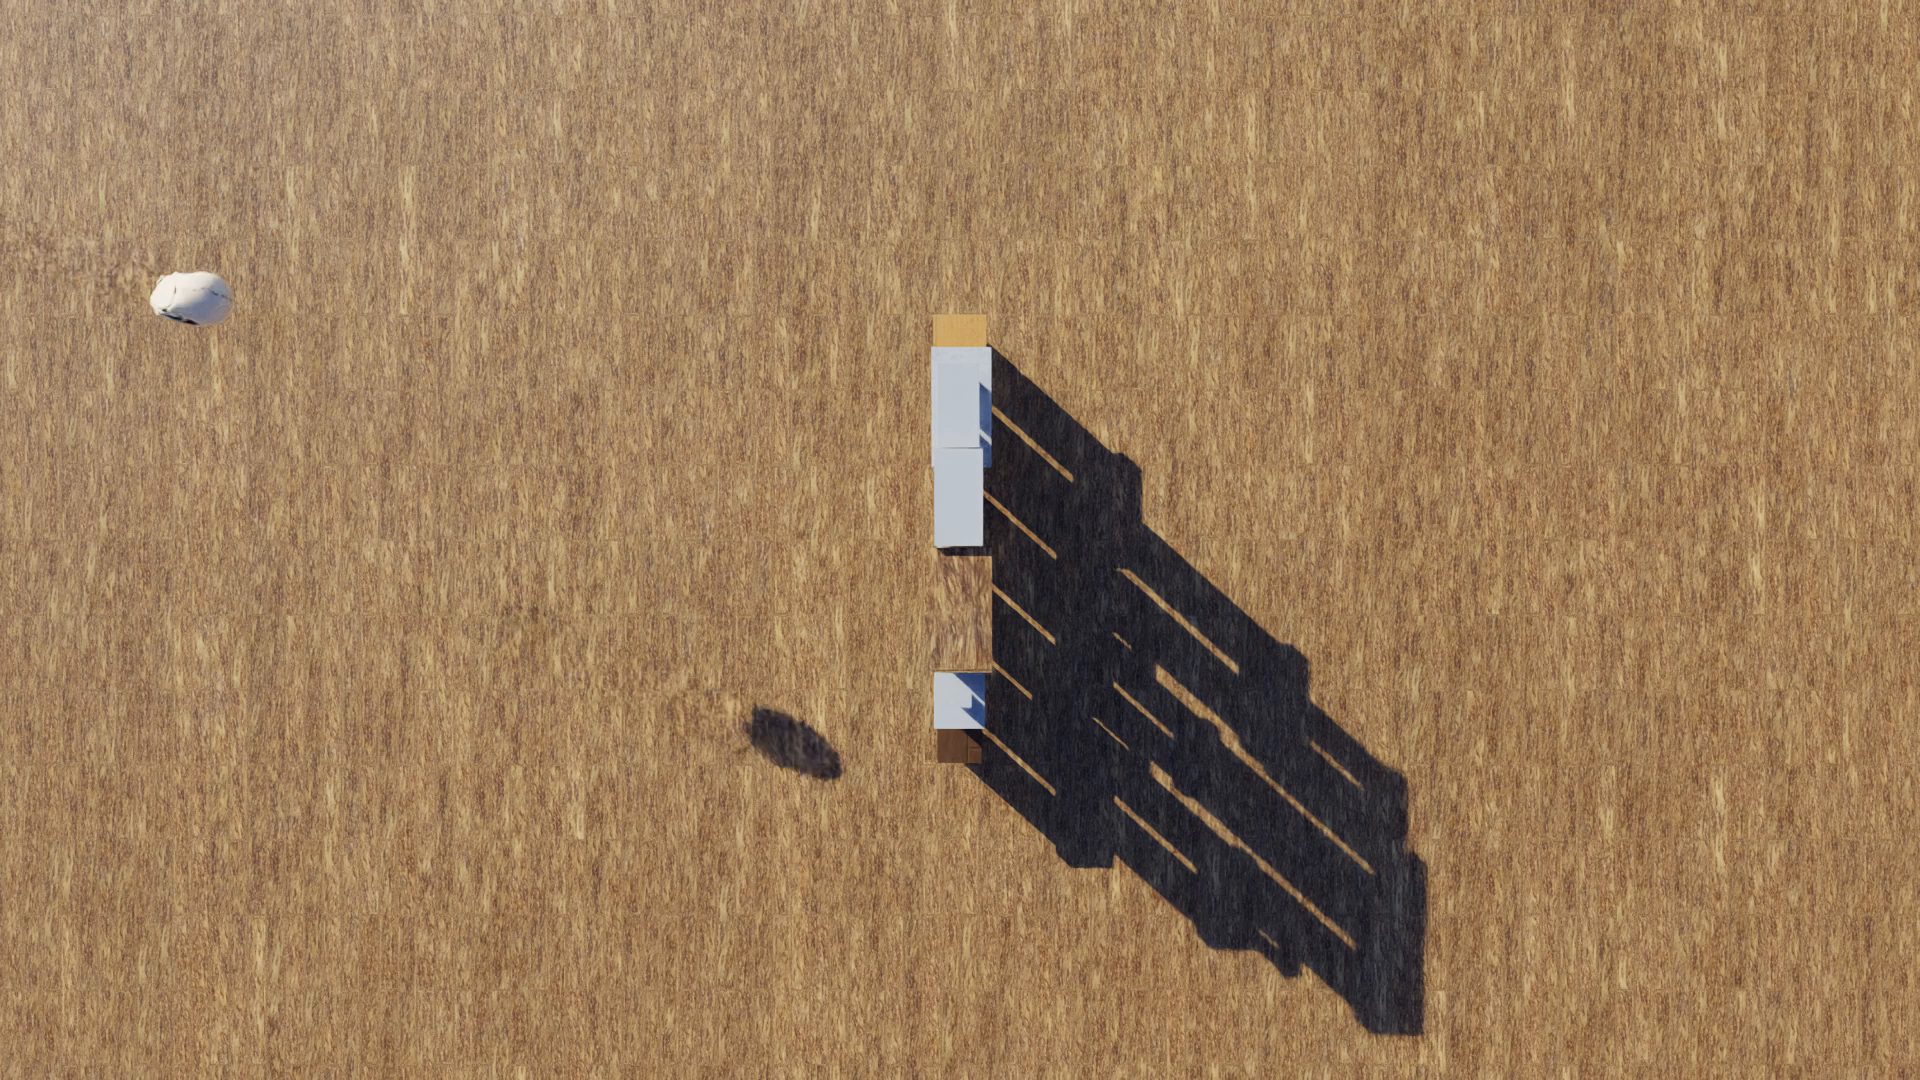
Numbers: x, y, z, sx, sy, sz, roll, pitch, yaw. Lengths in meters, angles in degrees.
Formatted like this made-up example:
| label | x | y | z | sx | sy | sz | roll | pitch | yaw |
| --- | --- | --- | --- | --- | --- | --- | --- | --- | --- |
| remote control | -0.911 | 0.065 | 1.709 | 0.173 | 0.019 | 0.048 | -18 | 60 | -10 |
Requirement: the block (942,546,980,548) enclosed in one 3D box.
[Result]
| label | x | y | z | sx | sy | sz | roll | pitch | yaw |
| --- | --- | --- | --- | --- | --- | --- | --- | --- | --- |
| block | 0.003 | 0.029 | 4.938 | 0.114 | 0.032 | 0.228 | 0 | 90 | 0 |

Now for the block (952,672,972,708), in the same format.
| label | x | y | z | sx | sy | sz | roll | pitch | yaw |
| --- | --- | --- | --- | --- | --- | --- | --- | --- | --- |
| block | 0.004 | 0.421 | 4.718 | 0.058 | 0.016 | 0.115 | 0 | 90 | 0 |

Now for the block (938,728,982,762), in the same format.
| label | x | y | z | sx | sy | sz | roll | pitch | yaw |
| --- | --- | --- | --- | --- | --- | --- | --- | --- | --- |
| block | -0.001 | 0.561 | 5.201 | 0.139 | 0.040 | 0.279 | 0 | 90 | 0 |

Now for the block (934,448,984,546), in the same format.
| label | x | y | z | sx | sy | sz | roll | pitch | yaw |
| --- | --- | --- | --- | --- | --- | --- | --- | --- | --- |
| block | -0.003 | -0.115 | 4.450 | 0.131 | 0.037 | 0.262 | 0 | 90 | 0 |

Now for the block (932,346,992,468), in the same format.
| label | x | y | z | sx | sy | sz | roll | pitch | yaw |
| --- | --- | --- | --- | --- | --- | --- | --- | --- | --- |
| block | 0.004 | -0.382 | 4.755 | 0.172 | 0.049 | 0.344 | 0 | 90 | 0 |

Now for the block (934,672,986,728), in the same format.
| label | x | y | z | sx | sy | sz | roll | pitch | yaw |
| --- | --- | --- | --- | --- | --- | --- | --- | --- | --- |
| block | -0.001 | 0.405 | 4.862 | 0.149 | 0.042 | 0.298 | 0 | 90 | 0 |

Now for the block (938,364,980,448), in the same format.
| label | x | y | z | sx | sy | sz | roll | pitch | yaw |
| --- | --- | --- | --- | --- | --- | --- | --- | --- | --- |
| block | -0.004 | -0.365 | 4.487 | 0.114 | 0.032 | 0.228 | 0 | 90 | 0 |

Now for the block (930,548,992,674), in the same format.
| label | x | y | z | sx | sy | sz | roll | pitch | yaw |
| --- | --- | --- | --- | --- | --- | --- | --- | --- | --- |
| block | 0.002 | 0.190 | 4.479 | 0.169 | 0.048 | 0.338 | 0 | 90 | 0 |

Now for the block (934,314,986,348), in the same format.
| label | x | y | z | sx | sy | sz | roll | pitch | yaw |
| --- | --- | --- | --- | --- | --- | --- | --- | --- | --- |
| block | -0.001 | -0.535 | 5.146 | 0.165 | 0.047 | 0.330 | 0 | 90 | 0 |

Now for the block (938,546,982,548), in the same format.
| label | x | y | z | sx | sy | sz | roll | pitch | yaw |
| --- | --- | --- | --- | --- | --- | --- | --- | --- | --- |
| block | -0.001 | 0.058 | 5.201 | 0.140 | 0.040 | 0.279 | 0 | 90 | 0 |
